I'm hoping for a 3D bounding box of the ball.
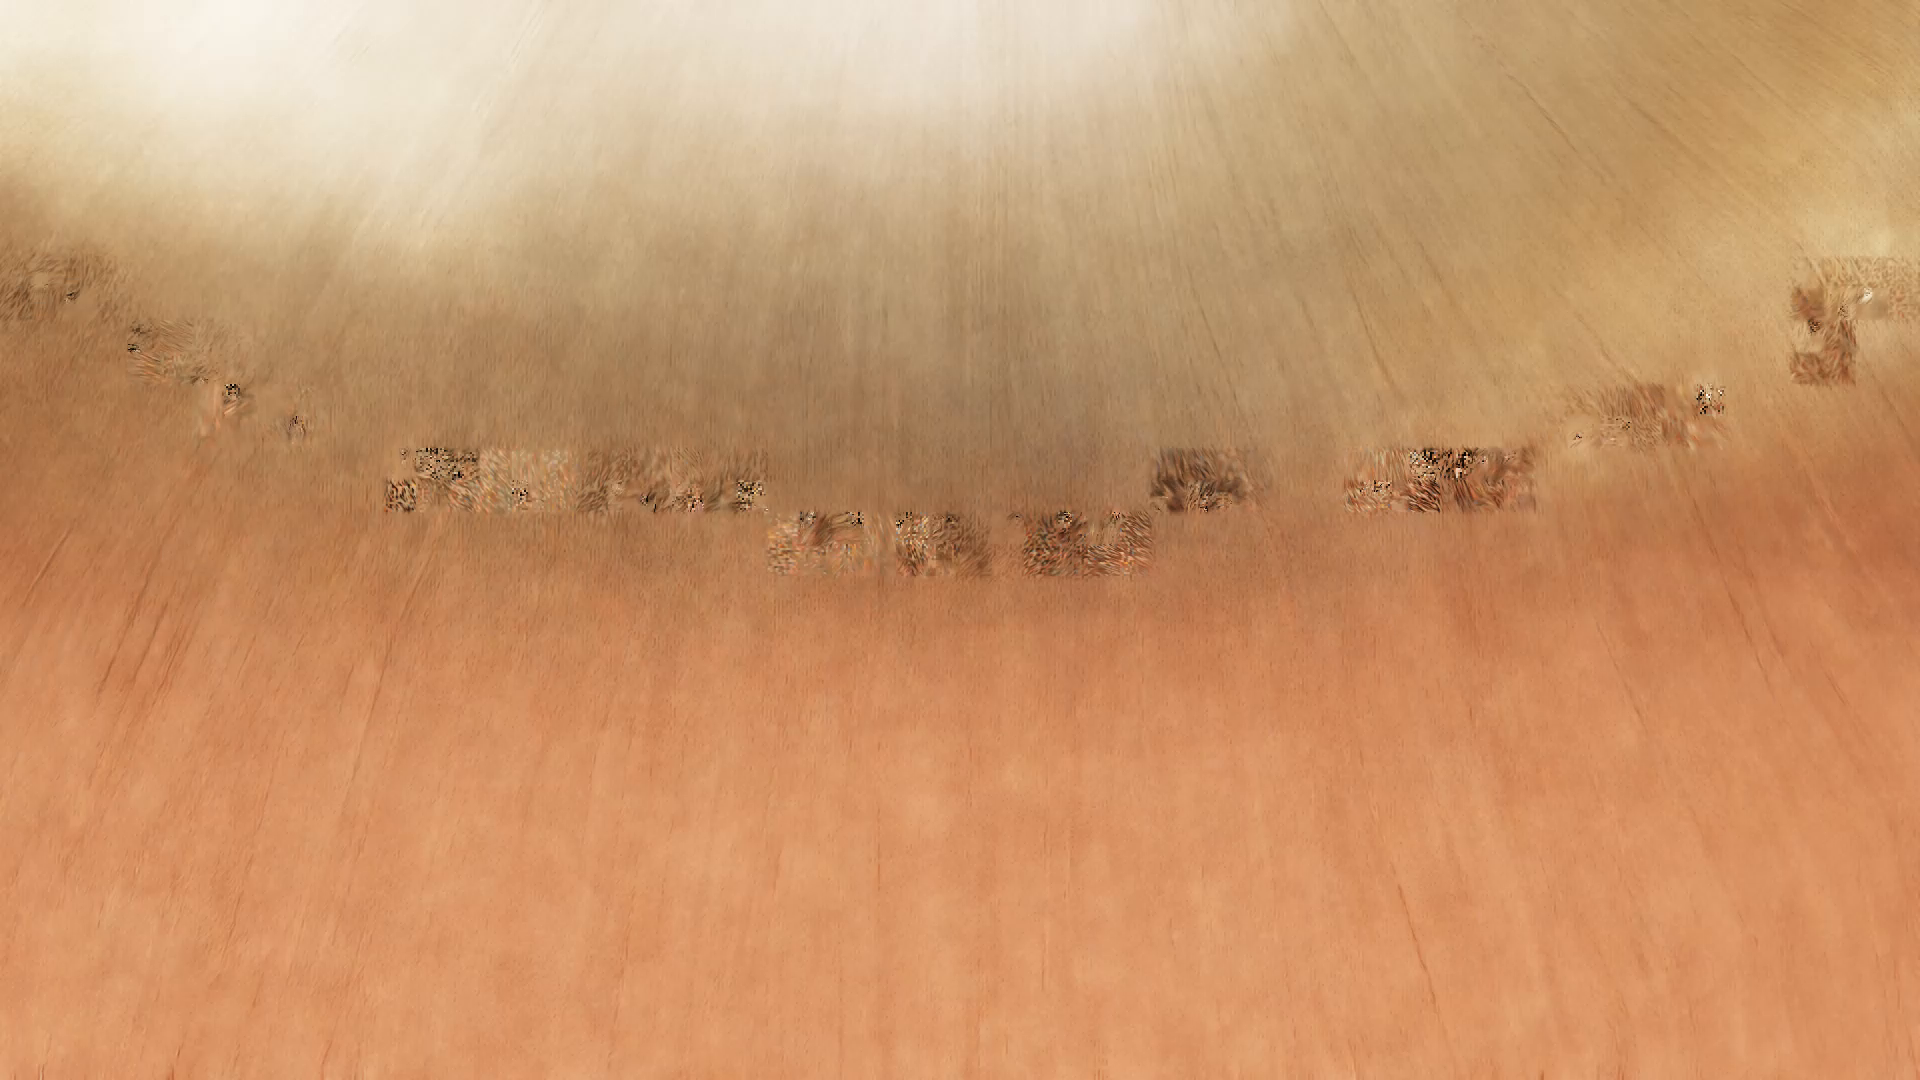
[{"bbox_3d":[0.000,-0.002,0.056,0.080,0.080,0.080,0,4,0],"label":"ball"}]
